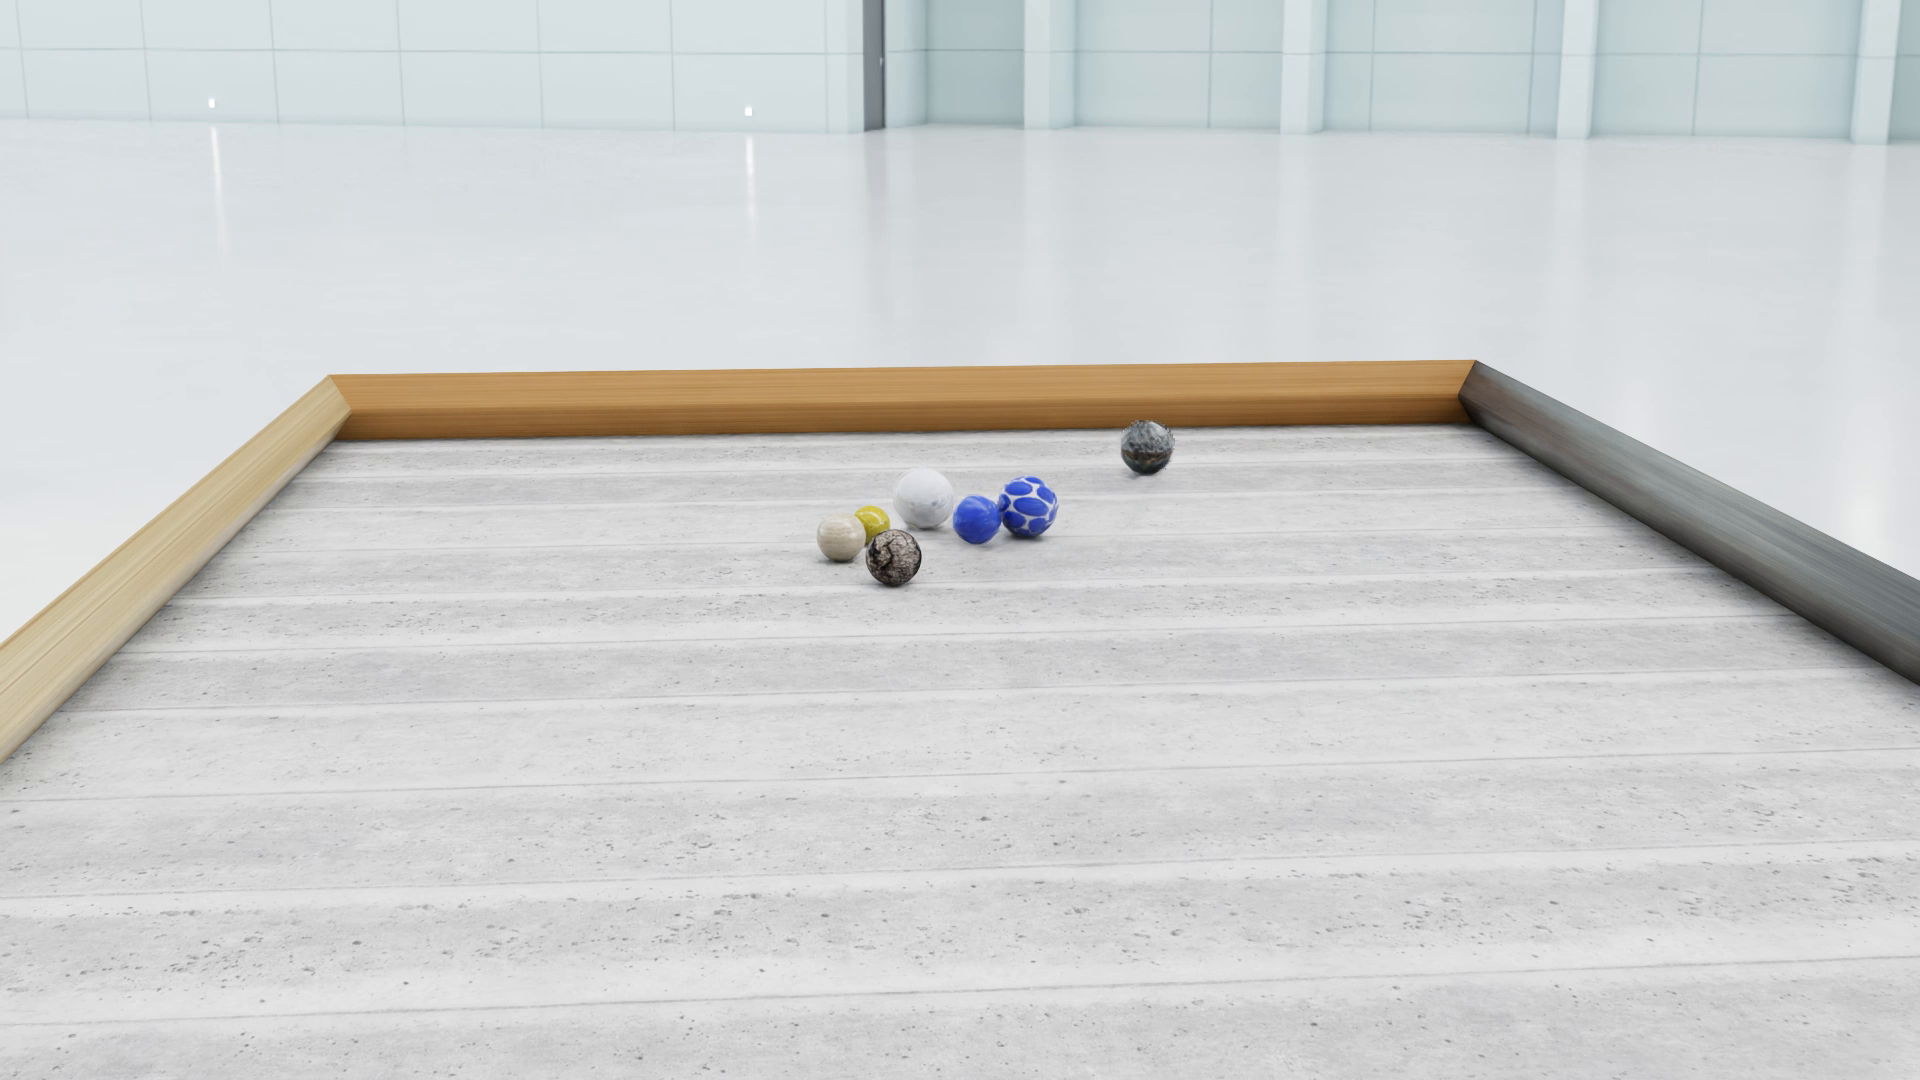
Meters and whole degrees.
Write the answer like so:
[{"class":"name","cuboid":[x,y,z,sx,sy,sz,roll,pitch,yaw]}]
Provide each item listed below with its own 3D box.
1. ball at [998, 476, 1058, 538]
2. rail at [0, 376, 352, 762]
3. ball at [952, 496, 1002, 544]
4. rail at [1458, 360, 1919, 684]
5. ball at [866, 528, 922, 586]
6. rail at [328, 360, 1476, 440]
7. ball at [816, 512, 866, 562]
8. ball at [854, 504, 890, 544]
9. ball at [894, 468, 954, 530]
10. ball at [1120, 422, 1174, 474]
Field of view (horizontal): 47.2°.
[{"class":"ball","cuboid":[0.097,-0.048,3.164,0.088,0.088,0.088,0,14,0]},{"class":"rail","cuboid":[-0.923,0.232,1.939,0.045,0.115,4.001,-1,14,-5]},{"class":"ball","cuboid":[0.023,-0.029,3.124,0.070,0.070,0.070,0,14,0]},{"class":"rail","cuboid":[1.087,0.193,2.101,0.045,0.115,4.001,-1,14,-5]},{"class":"ball","cuboid":[-0.088,0.023,2.900,0.075,0.075,0.075,0,14,0]},{"class":"rail","cuboid":[-0.080,-0.249,3.935,2.064,0.115,0.045,-1,14,-5]},{"class":"ball","cuboid":[-0.164,-0.005,3.026,0.068,0.068,0.068,0,14,0]},{"class":"ball","cuboid":[-0.127,-0.021,3.119,0.057,0.057,0.057,0,14,0]},{"class":"ball","cuboid":[-0.052,-0.060,3.211,0.089,0.089,0.089,0,14,0]},{"class":"ball","cuboid":[0.305,-0.150,3.592,0.086,0.086,0.086,0,14,0]}]
